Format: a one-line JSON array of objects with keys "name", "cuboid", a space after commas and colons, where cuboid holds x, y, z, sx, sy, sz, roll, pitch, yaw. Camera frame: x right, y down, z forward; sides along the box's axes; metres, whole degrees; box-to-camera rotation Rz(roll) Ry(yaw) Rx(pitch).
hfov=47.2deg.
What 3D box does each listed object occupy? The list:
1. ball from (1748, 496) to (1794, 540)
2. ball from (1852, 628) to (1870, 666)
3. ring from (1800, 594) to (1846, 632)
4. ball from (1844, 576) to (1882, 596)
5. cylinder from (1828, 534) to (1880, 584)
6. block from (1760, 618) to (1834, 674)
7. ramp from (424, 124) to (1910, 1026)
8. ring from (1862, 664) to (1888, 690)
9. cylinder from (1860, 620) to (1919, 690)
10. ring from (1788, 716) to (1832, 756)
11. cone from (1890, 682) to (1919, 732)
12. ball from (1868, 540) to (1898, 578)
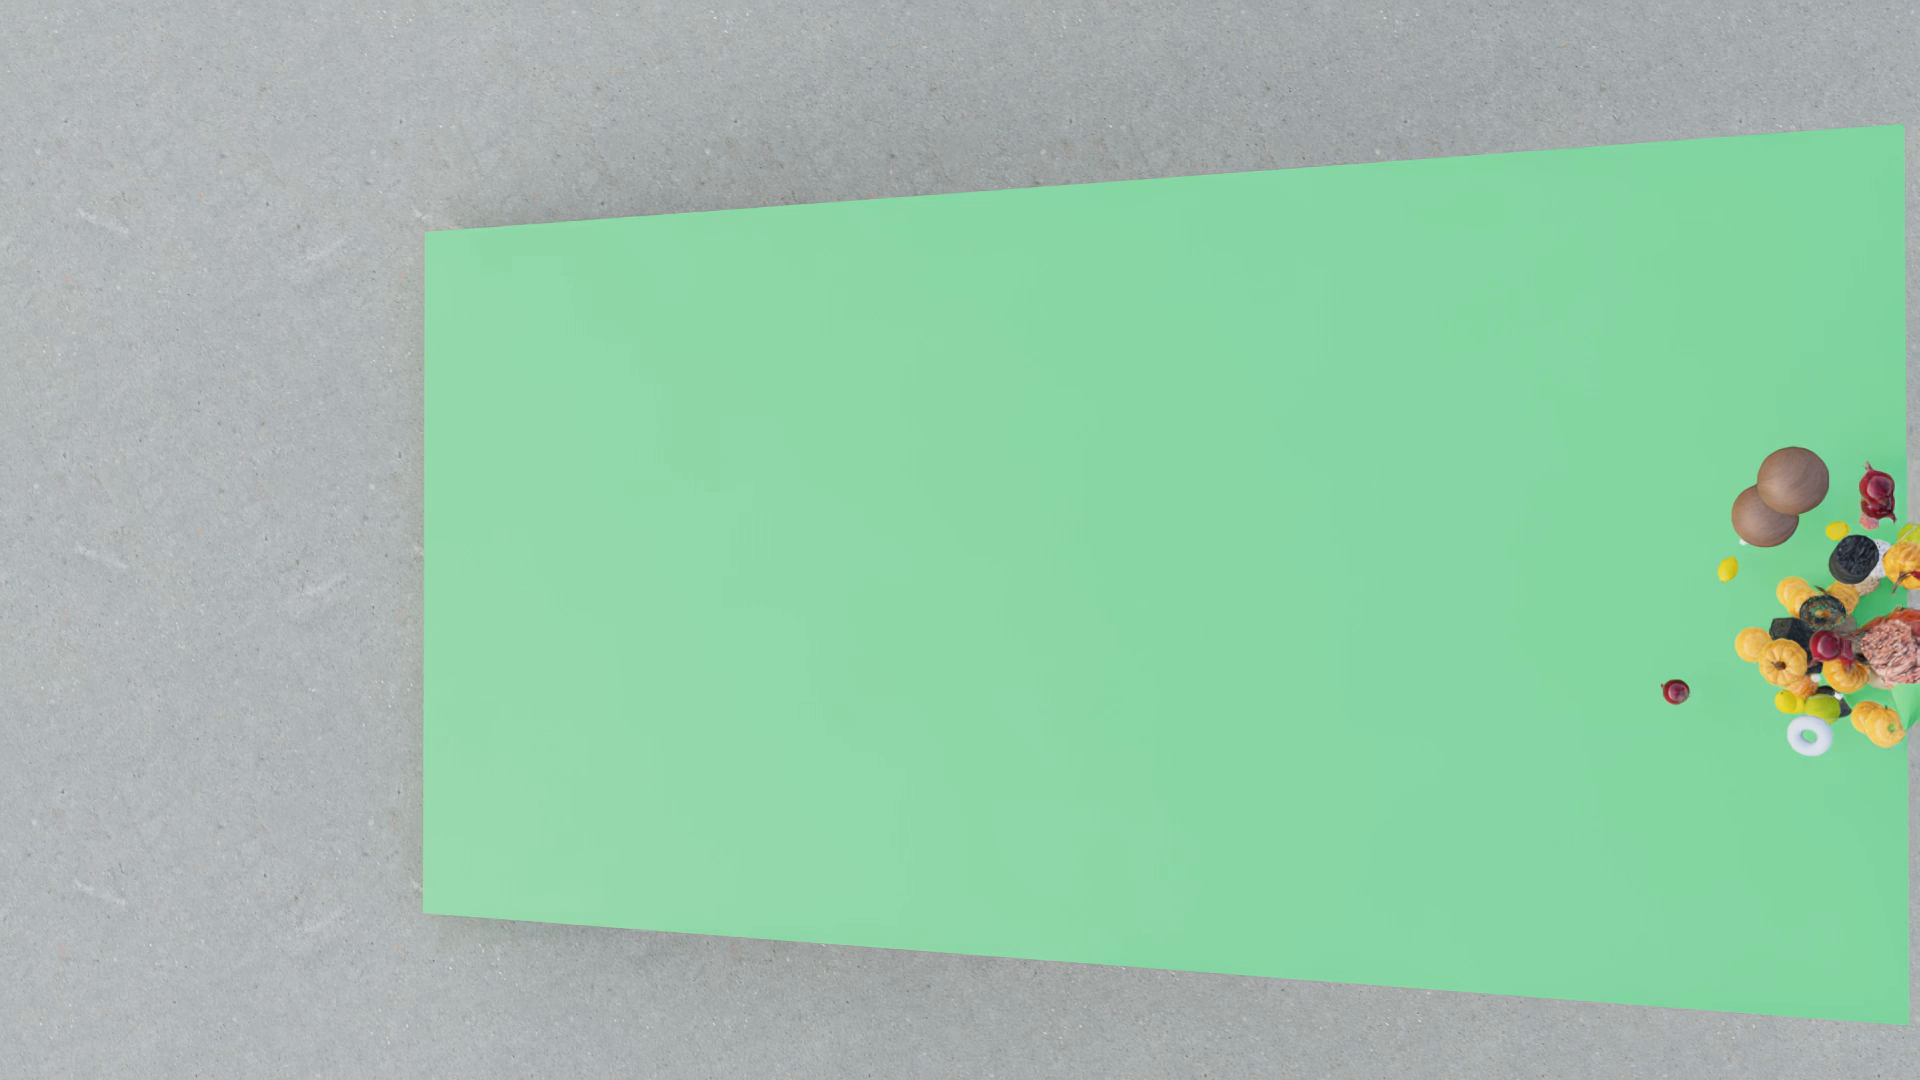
[{"name": "ball", "cuboid": [1.797, -0.050, 4.877, 0.096, 0.096, 0.096, 0, 89, 0]}, {"name": "ball", "cuboid": [1.776, 0.210, 4.283, 0.075, 0.075, 0.075, 0, 89, 0]}, {"name": "ring", "cuboid": [1.712, 0.146, 4.364, 0.087, 0.029, 0.087, 9, 131, 11]}, {"name": "ball", "cuboid": [1.999, 0.081, 4.877, 0.083, 0.083, 0.083, 0, 89, 0]}, {"name": "cylinder", "cuboid": [1.609, 0.035, 3.960, 0.073, 0.073, 0.073, -3, 73, 11]}, {"name": "block", "cuboid": [1.738, 0.219, 4.564, 0.092, 0.092, 0.092, 19, 85, -3]}, {"name": "ramp", "cuboid": [0.283, 0.085, 5.715, 4.000, 0.100, 2.000, 0, 89, 23]}, {"name": "ring", "cuboid": [1.969, 0.262, 4.650, 0.126, 0.126, 0.042, -44, 120, 0]}, {"name": "cylinder", "cuboid": [1.714, 0.212, 4.020, 0.095, 0.095, 0.095, -42, 114, 0]}, {"name": "ring", "cuboid": [1.619, 0.372, 4.187, 0.084, 0.028, 0.084, 14, 117, 30]}, {"name": "cone", "cuboid": [1.605, 0.295, 3.716, 0.077, 0.077, 0.077, 30, 58, 0]}, {"name": "ball", "cuboid": [1.956, 0.040, 4.690, 0.083, 0.083, 0.083, 0, 89, 0]}]
